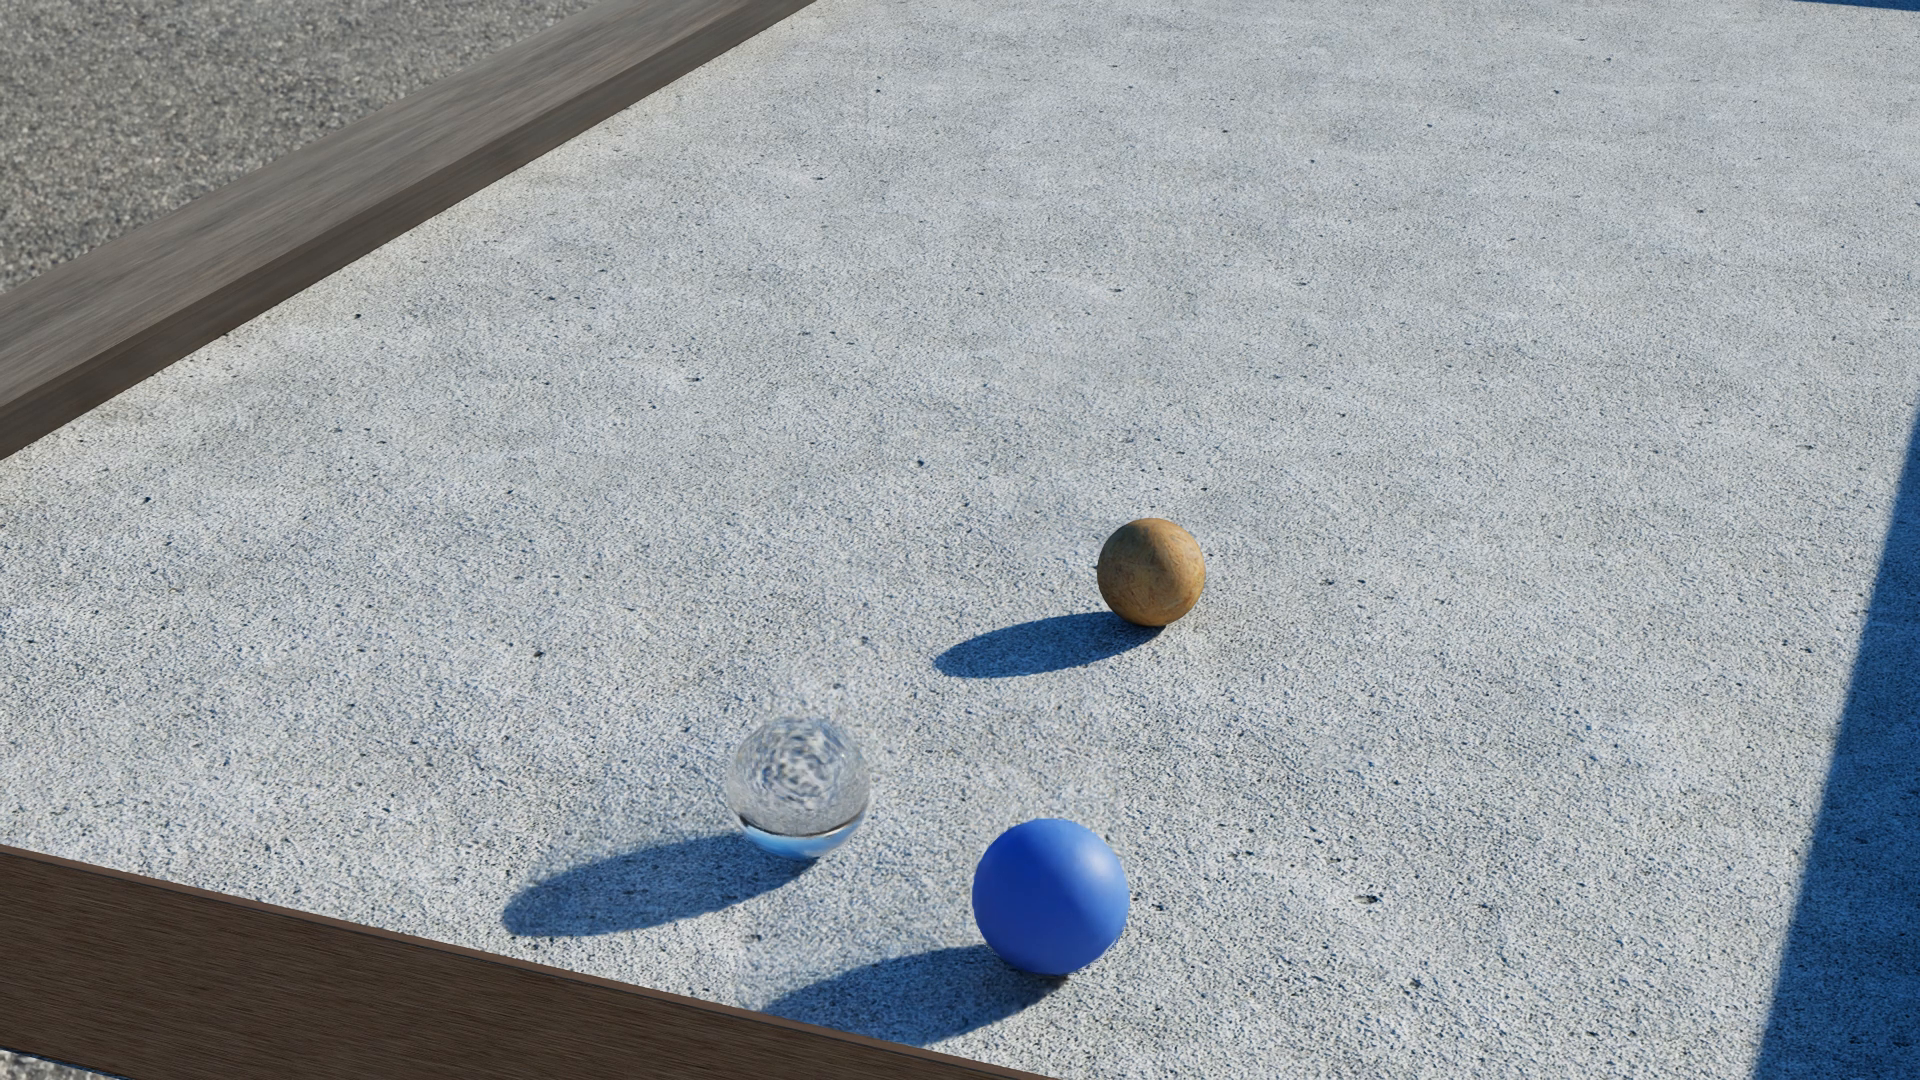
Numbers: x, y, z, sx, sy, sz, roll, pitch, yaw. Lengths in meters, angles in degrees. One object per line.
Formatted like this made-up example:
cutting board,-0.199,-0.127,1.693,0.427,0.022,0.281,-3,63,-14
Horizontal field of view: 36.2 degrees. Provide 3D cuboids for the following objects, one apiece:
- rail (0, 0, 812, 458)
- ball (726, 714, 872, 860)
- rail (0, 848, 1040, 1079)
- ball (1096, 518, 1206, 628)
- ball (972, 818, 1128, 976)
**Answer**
rail,-0.417,-0.386,2.724,0.045,0.117,2.690,9,26,19
ball,-0.089,0.136,1.616,0.079,0.079,0.079,0,24,0
rail,-0.235,0.225,1.368,1.464,0.117,0.045,9,26,19
ball,0.122,0.021,1.882,0.070,0.070,0.070,0,24,0
ball,0.046,0.183,1.510,0.080,0.080,0.080,0,24,0
